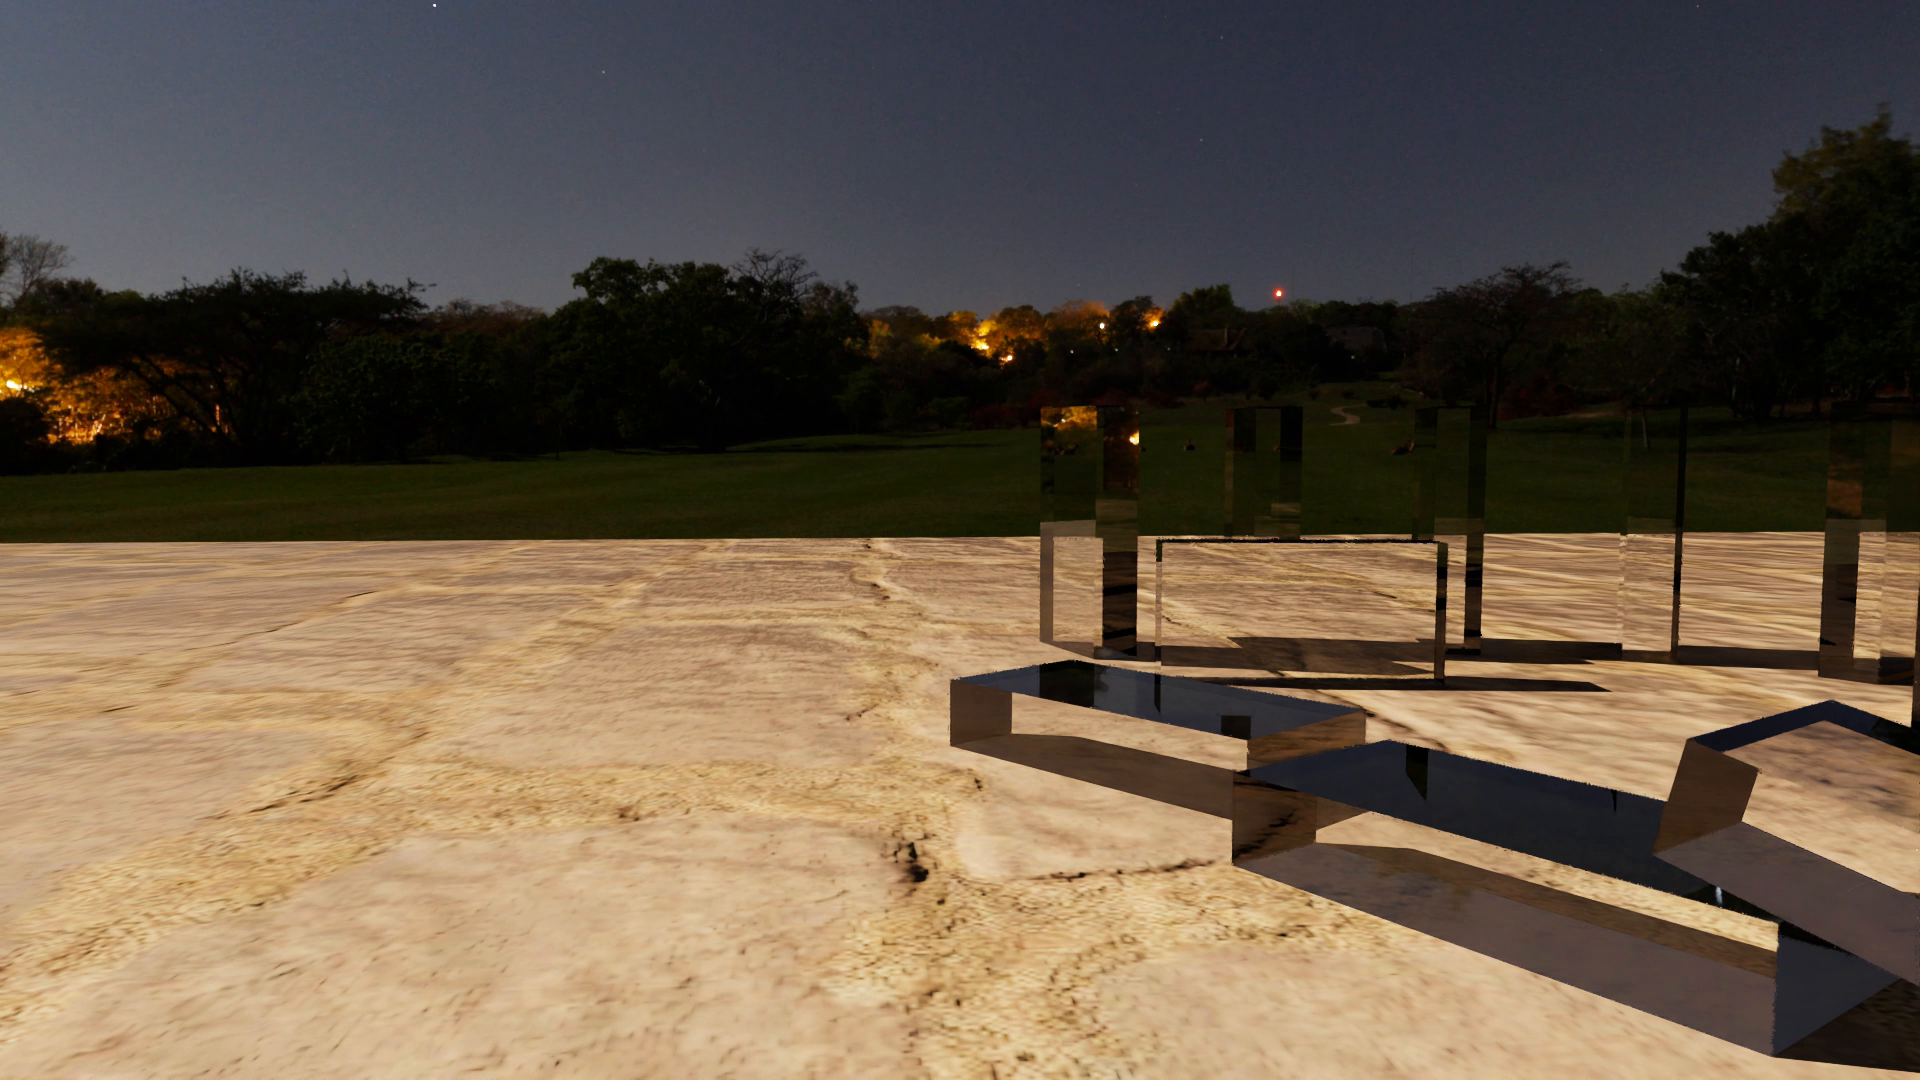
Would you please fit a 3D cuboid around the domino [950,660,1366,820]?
[{"bbox_3d":[0.025,0.025,0.170,0.025,0.009,0.050,-4,6,-42],"label":"domino"}]

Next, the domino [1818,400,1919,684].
[{"bbox_3d":[0.170,0.000,0.236,0.025,0.050,0.009,-3,5,-35],"label":"domino"}]

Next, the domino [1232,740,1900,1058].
[{"bbox_3d":[0.052,0.029,0.116,0.025,0.010,0.050,-3,5,-35],"label":"domino"}]

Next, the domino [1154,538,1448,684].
[{"bbox_3d":[0.061,0.013,0.232,0.050,0.025,0.009,0,4,2],"label":"domino"}]

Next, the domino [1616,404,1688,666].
[{"bbox_3d":[0.139,-0.002,0.259,0.009,0.050,0.025,2,5,25],"label":"domino"}]

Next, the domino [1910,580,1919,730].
[{"bbox_3d":[0.101,0.009,0.114,0.010,0.050,0.025,-3,5,-38],"label":"domino"}]

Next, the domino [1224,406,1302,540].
[{"bbox_3d":[0.064,-0.003,0.273,0.009,0.050,0.025,0,4,-2],"label":"domino"}]

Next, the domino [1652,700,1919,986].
[{"bbox_3d":[0.077,0.026,0.083,0.025,0.009,0.050,-3,19,-35],"label":"domino"}]

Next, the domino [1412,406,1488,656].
[{"bbox_3d":[0.102,-0.003,0.270,0.009,0.050,0.025,1,4,10],"label":"domino"}]

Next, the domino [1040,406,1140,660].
[{"bbox_3d":[0.026,-0.002,0.265,0.009,0.050,0.025,-2,5,-22],"label":"domino"}]
